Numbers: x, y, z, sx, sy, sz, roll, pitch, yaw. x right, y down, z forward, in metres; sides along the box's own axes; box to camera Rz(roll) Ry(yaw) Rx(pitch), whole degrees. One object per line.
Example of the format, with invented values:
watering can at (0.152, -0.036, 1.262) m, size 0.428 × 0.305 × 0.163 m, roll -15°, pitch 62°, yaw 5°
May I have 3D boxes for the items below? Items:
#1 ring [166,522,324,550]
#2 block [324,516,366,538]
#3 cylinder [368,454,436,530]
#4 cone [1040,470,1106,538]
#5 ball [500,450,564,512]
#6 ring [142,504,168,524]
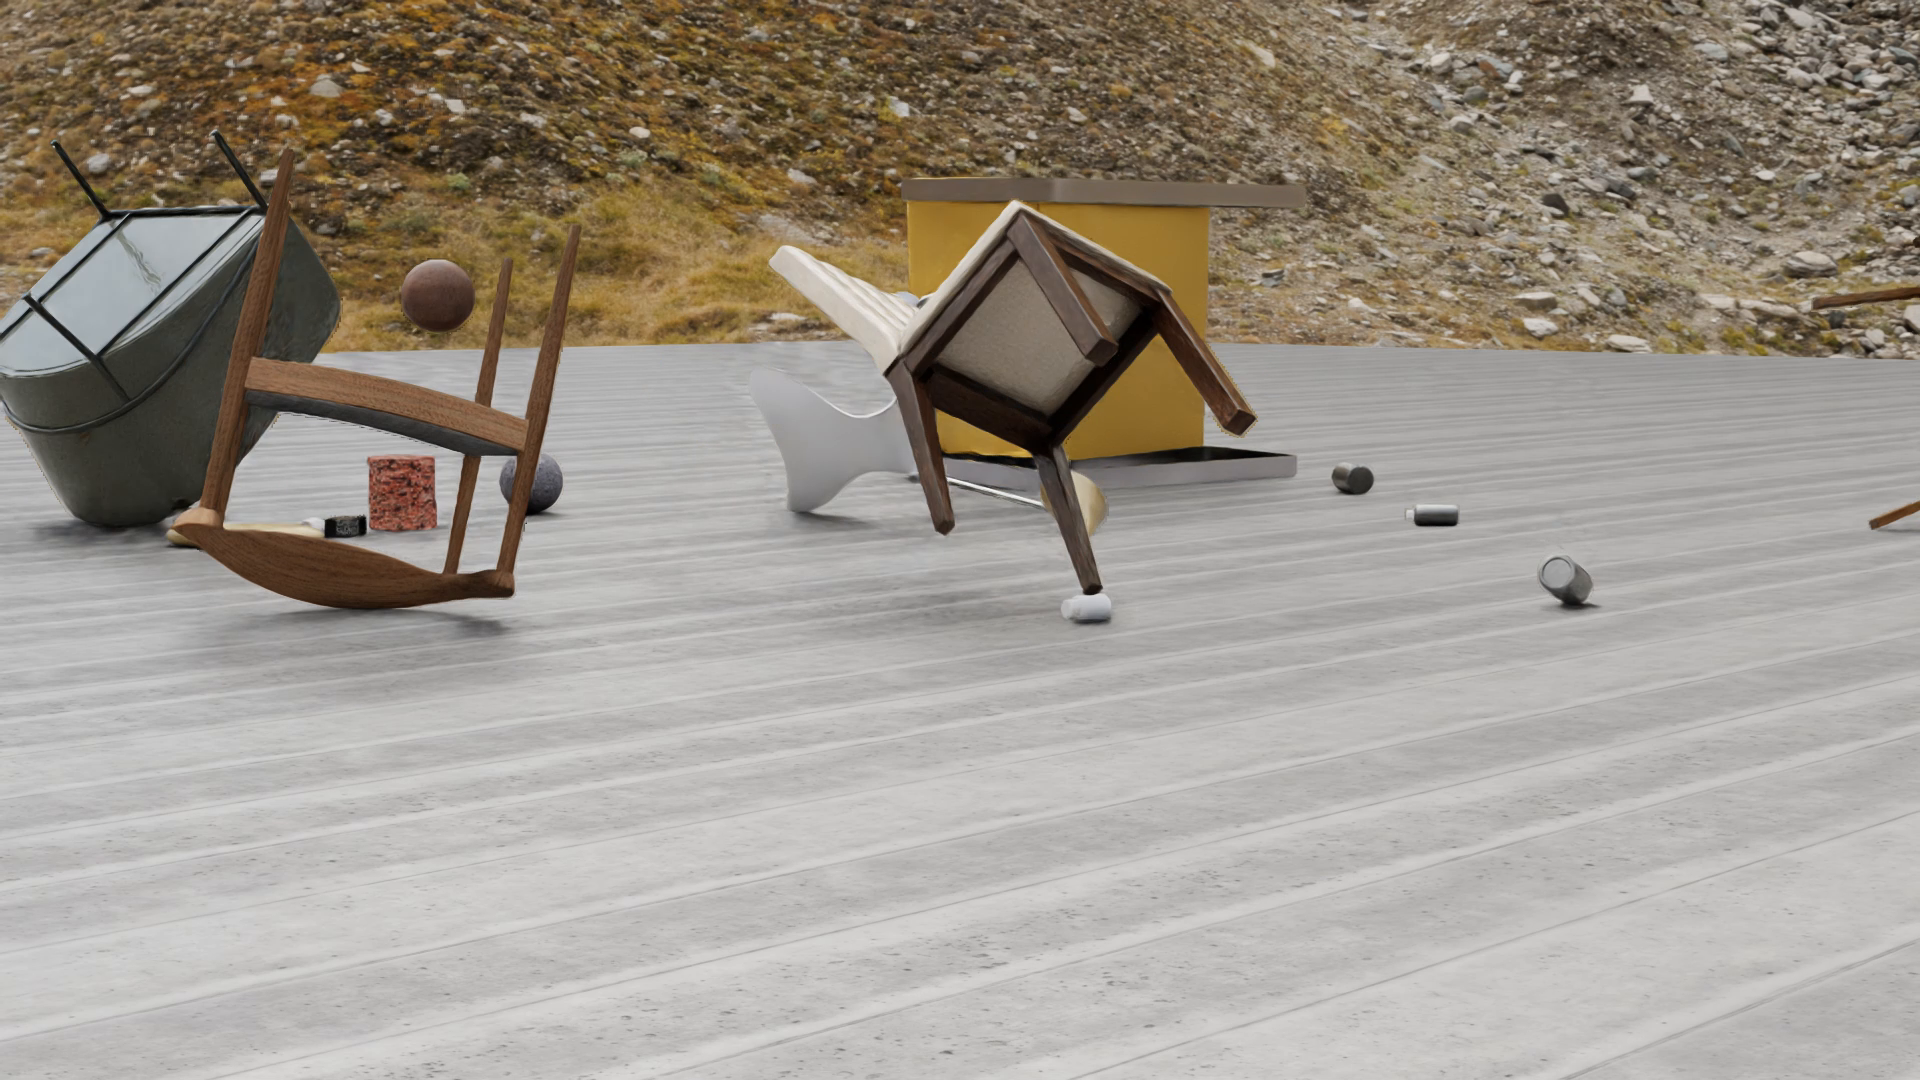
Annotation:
ring at (-1.746, -0.010, 6.262) m, size 0.412 × 0.053 × 0.193 m, roll 1°, pitch 5°, yaw 12°
block at (-1.561, -0.034, 6.522) m, size 0.066 × 0.045 × 0.105 m, roll 1°, pitch 6°, yaw 11°
cylinder at (-1.462, -0.126, 6.724) m, size 0.172 × 0.185 × 0.181 m, roll -2°, pitch 6°, yaw -19°
cone at (0.309, -0.053, 6.533) m, size 0.204 × 0.140 × 0.215 m, roll 40°, pitch 15°, yaw -25°
ball at (-1.193, -0.163, 7.141) m, size 0.175 × 0.175 × 0.175 m, roll 0°, pitch 6°, yaw 0°
ring at (-2.144, -0.069, 6.836) m, size 0.071 × 0.024 × 0.096 m, roll -27°, pitch 31°, yaw -12°
